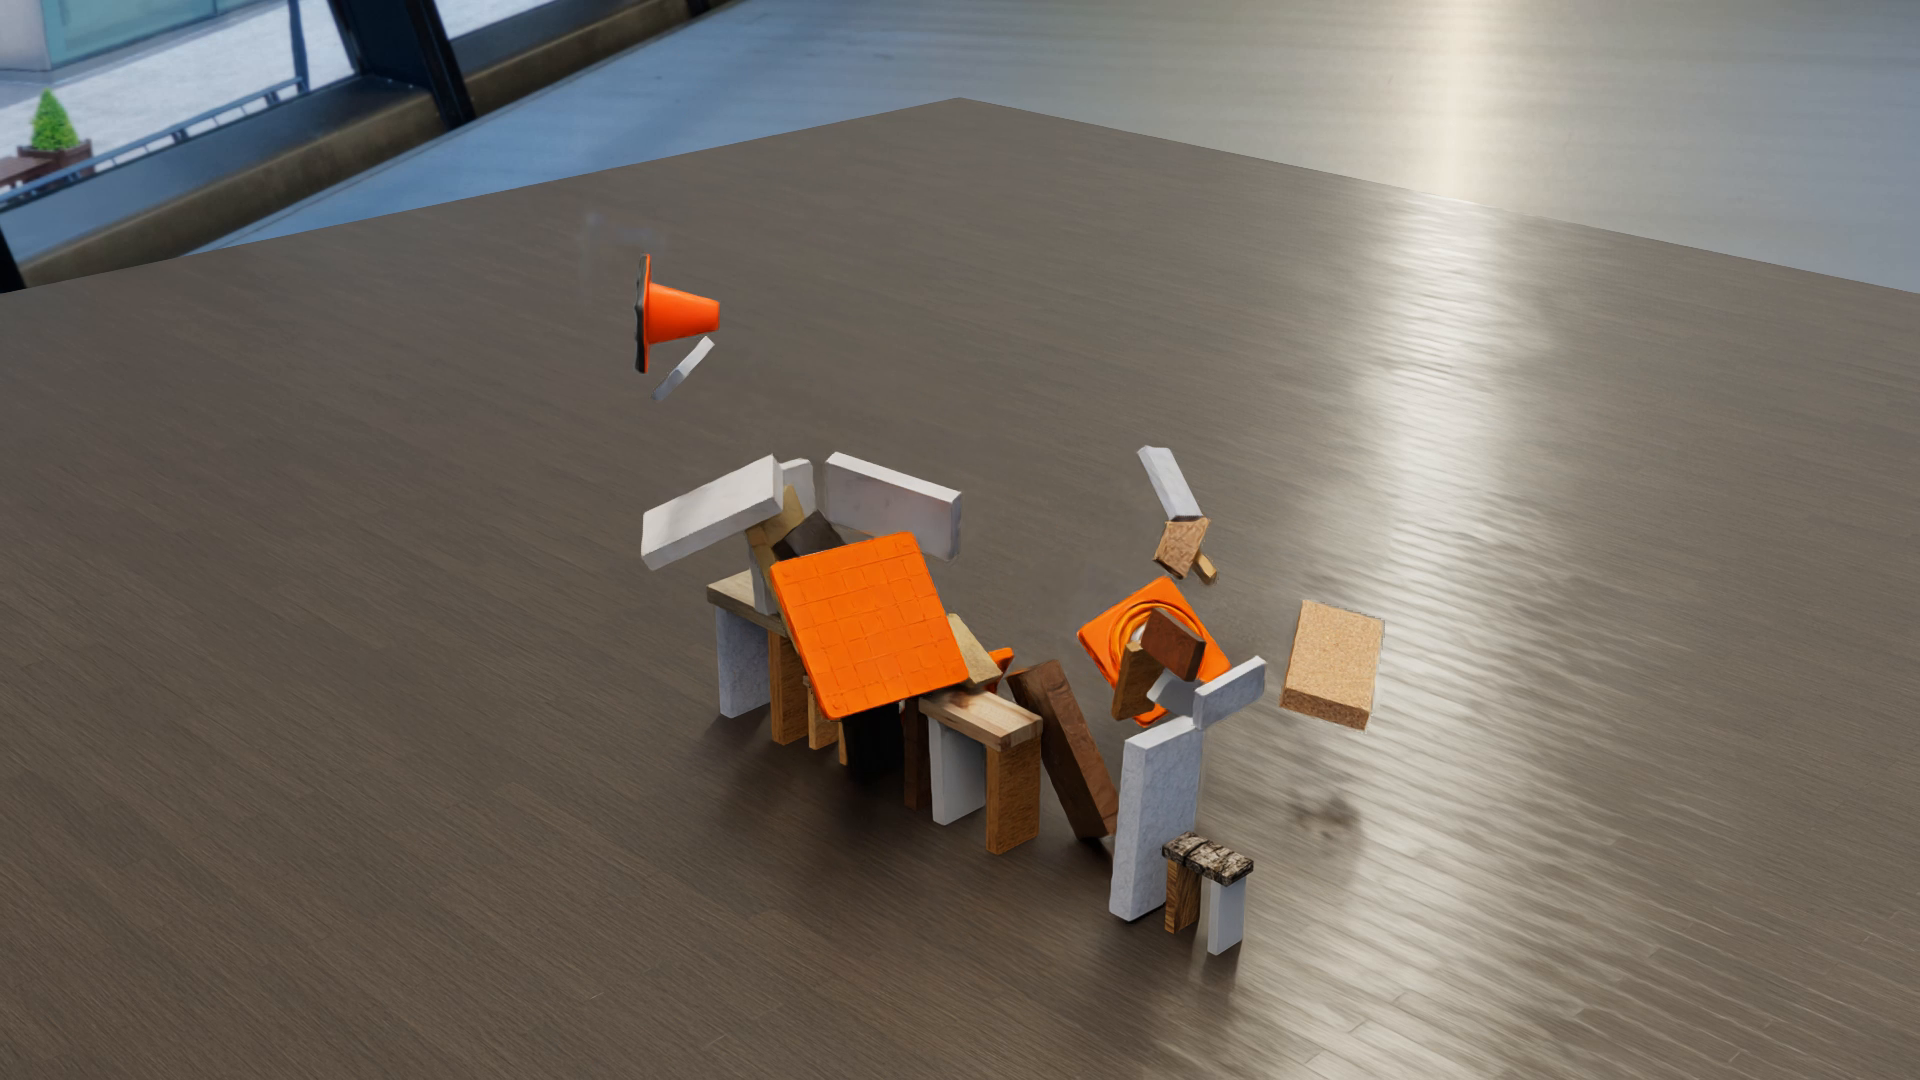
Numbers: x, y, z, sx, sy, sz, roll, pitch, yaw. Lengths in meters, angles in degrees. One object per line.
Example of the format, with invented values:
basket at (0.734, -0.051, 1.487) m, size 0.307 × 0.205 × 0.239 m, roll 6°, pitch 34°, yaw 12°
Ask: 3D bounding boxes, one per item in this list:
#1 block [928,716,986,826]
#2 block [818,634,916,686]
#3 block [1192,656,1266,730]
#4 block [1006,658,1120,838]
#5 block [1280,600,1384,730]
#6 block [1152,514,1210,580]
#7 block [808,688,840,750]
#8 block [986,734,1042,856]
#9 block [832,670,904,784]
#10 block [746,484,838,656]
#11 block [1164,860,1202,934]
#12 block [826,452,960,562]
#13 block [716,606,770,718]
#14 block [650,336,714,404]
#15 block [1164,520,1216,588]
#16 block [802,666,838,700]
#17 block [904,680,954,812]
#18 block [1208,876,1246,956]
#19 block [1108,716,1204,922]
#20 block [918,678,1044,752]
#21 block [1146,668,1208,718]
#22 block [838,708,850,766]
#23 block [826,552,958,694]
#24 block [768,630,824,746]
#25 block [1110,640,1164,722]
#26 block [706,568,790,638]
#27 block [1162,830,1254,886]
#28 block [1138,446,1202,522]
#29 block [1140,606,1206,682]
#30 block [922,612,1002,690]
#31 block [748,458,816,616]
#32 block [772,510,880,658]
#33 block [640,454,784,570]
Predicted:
block at (-0.006, 0.444, 4.414) m, size 0.116 × 0.232 × 0.033 m, roll -21°, pitch 28°, yaw -41°
block at (-0.152, 0.236, 4.503) m, size 0.247 × 0.035 × 0.124 m, roll 10°, pitch 28°, yaw 29°
block at (0.498, 0.282, 4.064) m, size 0.160 × 0.080 × 0.023 m, roll -25°, pitch 41°, yaw -30°
block at (0.209, 0.410, 4.293) m, size 0.050 × 0.350 × 0.175 m, roll -23°, pitch -1°, yaw -20°
block at (0.776, 0.256, 4.575) m, size 0.175 × 0.050 × 0.350 m, roll 16°, pitch 32°, yaw 7°
block at (0.507, 0.000, 5.032) m, size 0.023 × 0.083 × 0.166 m, roll -26°, pitch 33°, yaw 56°
block at (-0.290, 0.370, 4.703) m, size 0.021 × 0.145 × 0.072 m, roll 21°, pitch 31°, yaw 41°
block at (0.105, 0.491, 4.306) m, size 0.116 × 0.232 × 0.033 m, roll -21°, pitch 31°, yaw -40°
block at (-0.185, 0.367, 4.564) m, size 0.124 × 0.247 × 0.035 m, roll -23°, pitch 23°, yaw -35°
block at (-0.339, 0.063, 4.523) m, size 0.043 × 0.319 × 0.150 m, roll -12°, pitch 17°, yaw 32°
block at (0.413, 0.643, 4.053) m, size 0.021 × 0.151 × 0.076 m, roll 21°, pitch 31°, yaw 41°
block at (-0.138, -0.068, 4.459) m, size 0.290 × 0.145 × 0.041 m, roll 19°, pitch 39°, yaw 21°
block at (-0.470, 0.248, 4.839) m, size 0.037 × 0.264 × 0.132 m, roll 21°, pitch 31°, yaw 41°
block at (-0.548, -0.337, 4.354) m, size 0.024 × 0.086 × 0.173 m, roll 43°, pitch 28°, yaw -9°
block at (0.536, 0.029, 5.124) m, size 0.023 × 0.083 × 0.166 m, roll -36°, pitch 74°, yaw -8°
block at (-0.256, 0.307, 4.639) m, size 0.145 × 0.021 × 0.072 m, roll 21°, pitch 31°, yaw 41°
block at (-0.055, 0.415, 4.465) m, size 0.124 × 0.247 × 0.035 m, roll -21°, pitch 32°, yaw -41°
block at (0.484, 0.670, 3.987) m, size 0.021 × 0.151 × 0.076 m, roll 21°, pitch 31°, yaw 41°
block at (0.365, 0.515, 4.080) m, size 0.050 × 0.350 × 0.175 m, roll 20°, pitch 25°, yaw 39°
block at (0.039, 0.342, 4.316) m, size 0.116 × 0.033 × 0.232 m, roll -20°, pitch 31°, yaw -39°
block at (0.417, 0.287, 4.146) m, size 0.023 × 0.080 × 0.160 m, roll 38°, pitch 5°, yaw 37°
block at (-0.222, 0.397, 4.640) m, size 0.021 × 0.145 × 0.072 m, roll 21°, pitch 31°, yaw 41°
block at (-0.117, 0.165, 4.428) m, size 0.307 × 0.041 × 0.145 m, roll 47°, pitch 39°, yaw 16°
block at (-0.346, 0.296, 4.724) m, size 0.037 × 0.264 × 0.132 m, roll 21°, pitch 31°, yaw 40°
block at (0.342, 0.262, 4.177) m, size 0.086 × 0.173 × 0.024 m, roll -14°, pitch 42°, yaw -27°
block at (-0.409, 0.134, 4.722) m, size 0.264 × 0.037 × 0.132 m, roll 21°, pitch 31°, yaw 40°
block at (0.449, 0.577, 3.986) m, size 0.151 × 0.021 × 0.076 m, roll 21°, pitch 31°, yaw 41°
block at (0.447, -0.119, 4.684) m, size 0.086 × 0.024 × 0.173 m, roll 2°, pitch 57°, yaw -47°
block at (0.390, 0.190, 4.026) m, size 0.023 × 0.080 × 0.160 m, roll 7°, pitch 18°, yaw -30°
block at (0.005, 0.222, 4.401) m, size 0.083 × 0.023 × 0.166 m, roll -15°, pitch 59°, yaw -45°
block at (-0.370, -0.007, 4.616) m, size 0.150 × 0.301 × 0.043 m, roll -18°, pitch 22°, yaw -35°
block at (-0.246, 0.089, 4.491) m, size 0.041 × 0.290 × 0.145 m, roll -35°, pitch 6°, yaw 36°
block at (-0.501, -0.056, 4.443) m, size 0.301 × 0.043 × 0.150 m, roll -24°, pitch 35°, yaw 12°
